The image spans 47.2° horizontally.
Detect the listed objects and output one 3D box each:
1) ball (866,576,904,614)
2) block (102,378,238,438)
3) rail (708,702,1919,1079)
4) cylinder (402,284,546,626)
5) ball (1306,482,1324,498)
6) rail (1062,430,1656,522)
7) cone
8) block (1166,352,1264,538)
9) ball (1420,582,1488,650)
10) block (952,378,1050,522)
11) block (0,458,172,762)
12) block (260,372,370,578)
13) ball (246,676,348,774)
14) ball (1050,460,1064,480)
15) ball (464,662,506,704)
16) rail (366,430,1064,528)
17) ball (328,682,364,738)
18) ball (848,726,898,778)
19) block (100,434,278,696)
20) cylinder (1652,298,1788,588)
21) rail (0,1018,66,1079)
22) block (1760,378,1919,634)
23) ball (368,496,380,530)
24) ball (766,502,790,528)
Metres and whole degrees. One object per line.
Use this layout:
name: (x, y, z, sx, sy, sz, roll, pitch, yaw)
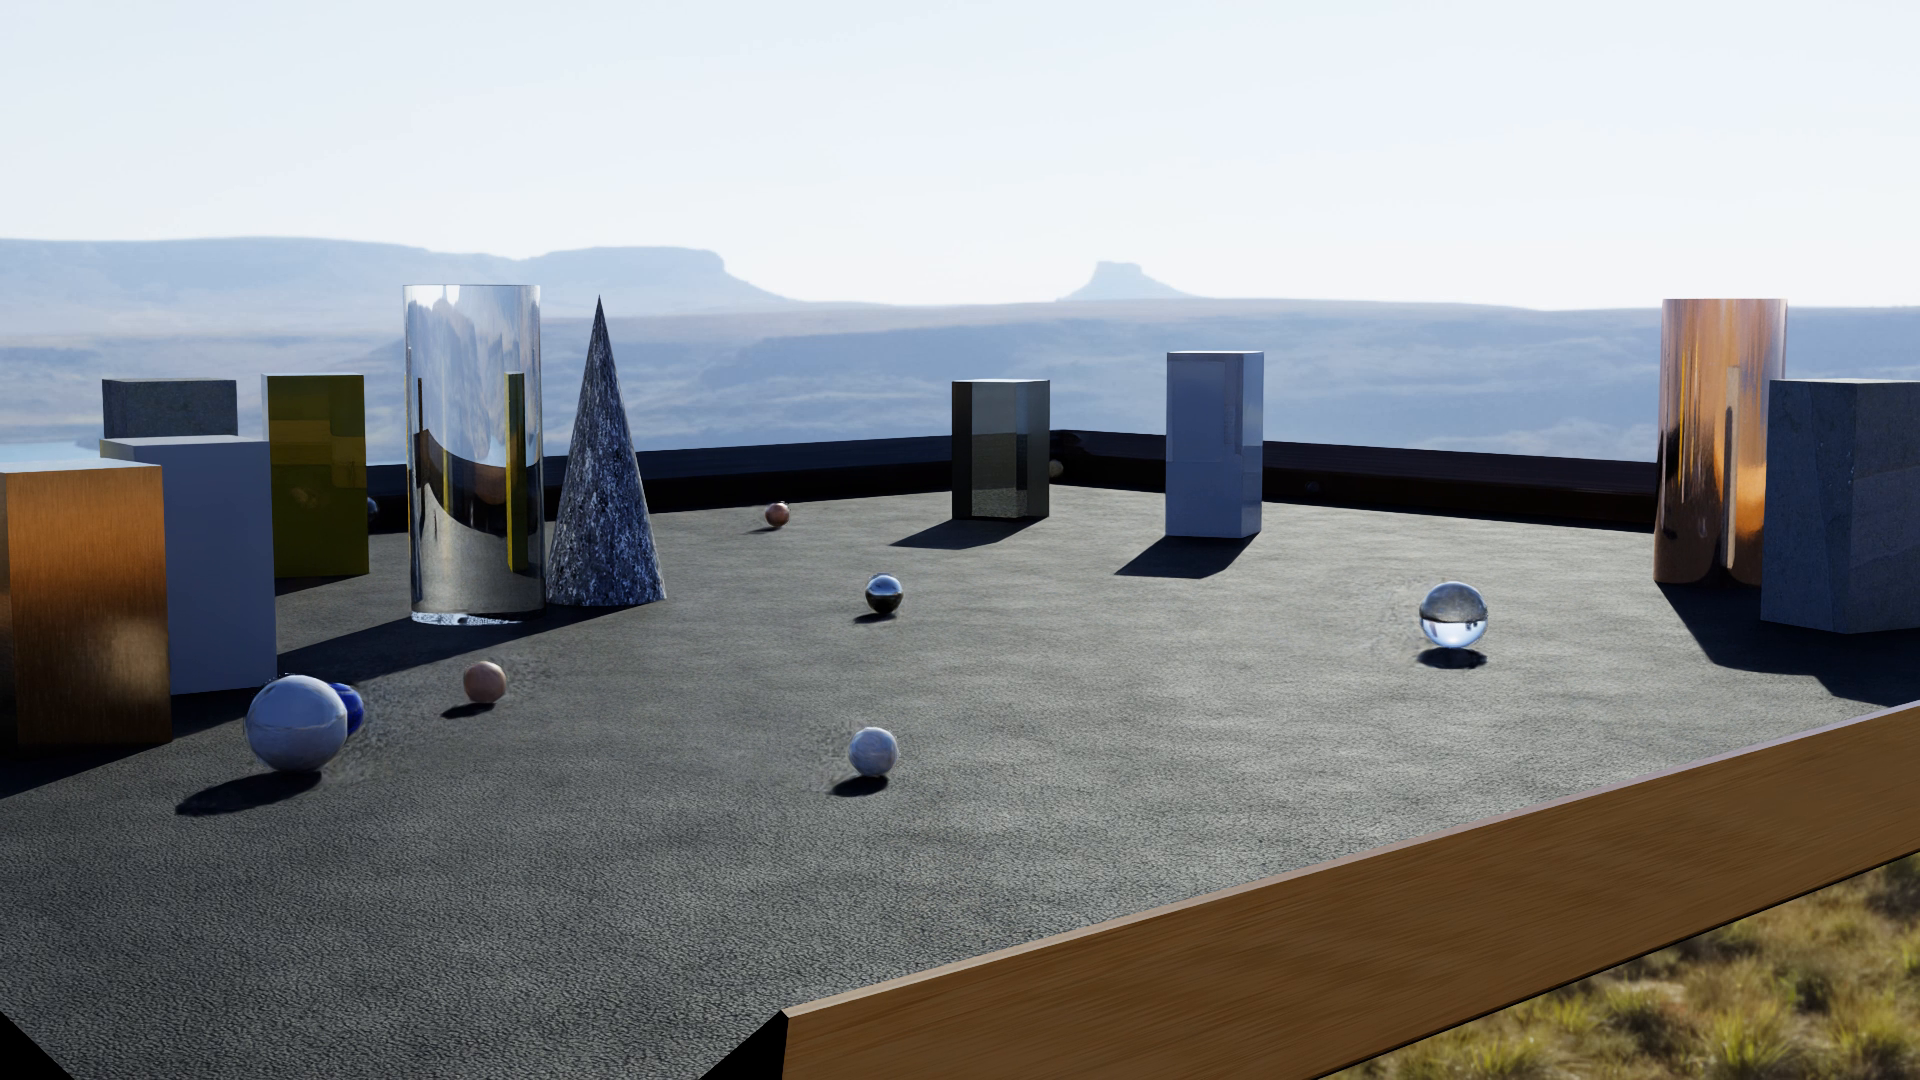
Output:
ball: (-0.111, 0.080, 3.226, 0.056, 0.056, 0.056, 0, 6, 0)
block: (-1.161, -0.066, 3.242, 0.154, 0.341, 0.154, -4, 7, -33)
rail: (1.114, 0.159, 2.132, 3.819, 0.125, 0.045, -6, 8, -42)
cylinder: (-0.700, -0.127, 3.177, 0.193, 0.478, 0.193, 0, 6, 0)
ball: (0.836, -0.117, 5.172, 0.041, 0.041, 0.041, 0, 6, 0)
rail: (1.386, -0.101, 4.604, 0.045, 0.125, 3.332, -6, 8, -42)
cone: (-0.550, -0.144, 3.379, 0.193, 0.469, 0.193, 0, 6, 0)
block: (0.506, -0.193, 4.366, 0.154, 0.360, 0.154, 2, 6, 22)
ball: (0.648, 0.099, 2.886, 0.089, 0.089, 0.089, 0, 6, 0)
block: (0.087, -0.193, 4.690, 0.154, 0.293, 0.154, 3, 7, 29)
block: (-0.921, 0.066, 2.260, 0.154, 0.286, 0.154, -5, 8, -42)
block: (-1.095, -0.114, 3.733, 0.154, 0.335, 0.154, -2, 6, -21)
ball: (-0.636, 0.177, 2.112, 0.095, 0.095, 0.095, 0, 6, 0)
ball: (0.245, -0.183, 5.742, 0.053, 0.053, 0.053, 0, 6, 0)
ball: (-0.537, 0.161, 2.486, 0.048, 0.048, 0.048, 0, 6, 0)
rail: (-1.114, -0.093, 4.532, 3.819, 0.125, 0.045, -6, 8, -42)
ball: (-0.646, 0.178, 2.273, 0.060, 0.060, 0.060, 0, 6, 0)
ball: (-0.082, 0.202, 2.098, 0.048, 0.048, 0.048, 0, 6, 0)
block: (-0.919, 0.026, 2.618, 0.154, 0.290, 0.154, -4, 7, -35)
cylinder: (1.238, -0.162, 3.584, 0.193, 0.461, 0.193, 0, 6, 0)
rail: (-1.386, 0.166, 2.060, 0.045, 0.125, 3.332, -6, 8, -42)
block: (1.253, -0.053, 3.107, 0.154, 0.344, 0.154, -3, 7, -26)
ball: (-1.196, -0.052, 4.387, 0.076, 0.076, 0.076, 0, 6, 0)
ball: (-0.373, -0.052, 4.502, 0.051, 0.051, 0.051, 0, 6, 0)
